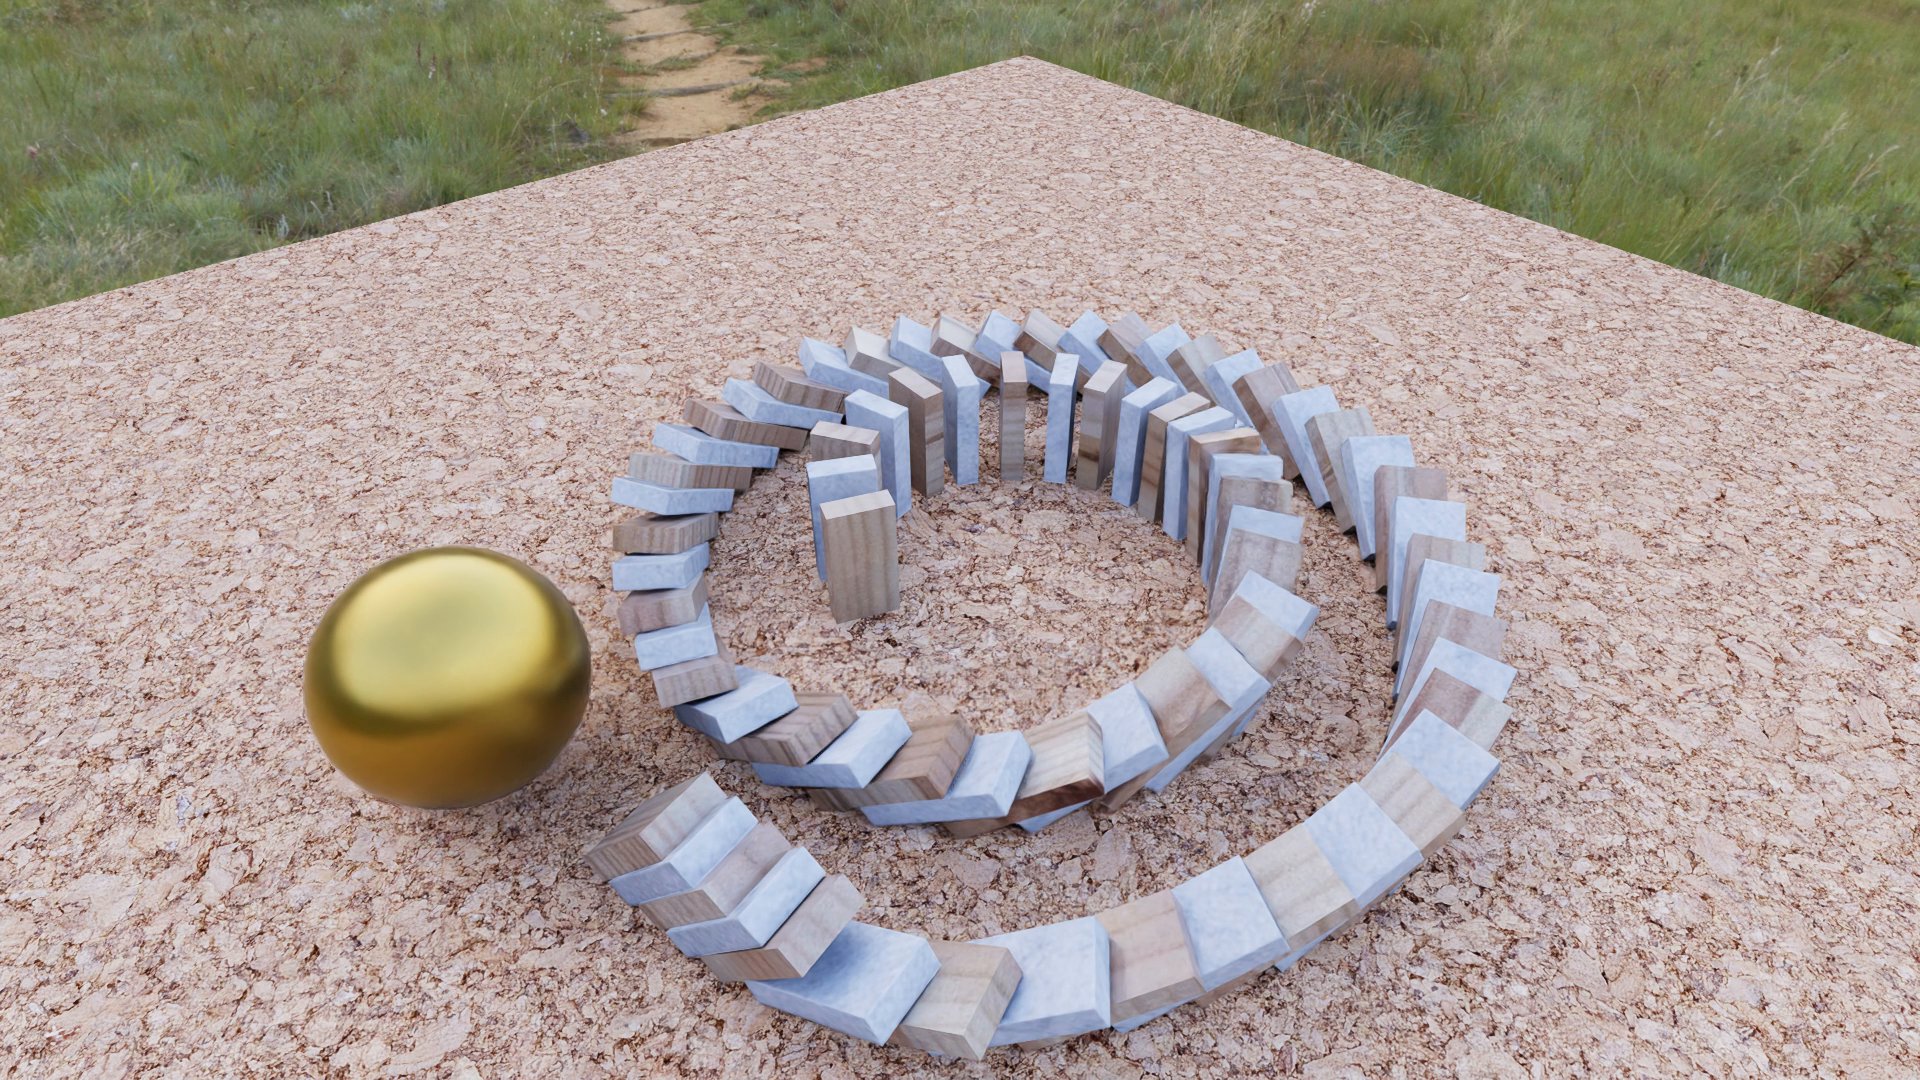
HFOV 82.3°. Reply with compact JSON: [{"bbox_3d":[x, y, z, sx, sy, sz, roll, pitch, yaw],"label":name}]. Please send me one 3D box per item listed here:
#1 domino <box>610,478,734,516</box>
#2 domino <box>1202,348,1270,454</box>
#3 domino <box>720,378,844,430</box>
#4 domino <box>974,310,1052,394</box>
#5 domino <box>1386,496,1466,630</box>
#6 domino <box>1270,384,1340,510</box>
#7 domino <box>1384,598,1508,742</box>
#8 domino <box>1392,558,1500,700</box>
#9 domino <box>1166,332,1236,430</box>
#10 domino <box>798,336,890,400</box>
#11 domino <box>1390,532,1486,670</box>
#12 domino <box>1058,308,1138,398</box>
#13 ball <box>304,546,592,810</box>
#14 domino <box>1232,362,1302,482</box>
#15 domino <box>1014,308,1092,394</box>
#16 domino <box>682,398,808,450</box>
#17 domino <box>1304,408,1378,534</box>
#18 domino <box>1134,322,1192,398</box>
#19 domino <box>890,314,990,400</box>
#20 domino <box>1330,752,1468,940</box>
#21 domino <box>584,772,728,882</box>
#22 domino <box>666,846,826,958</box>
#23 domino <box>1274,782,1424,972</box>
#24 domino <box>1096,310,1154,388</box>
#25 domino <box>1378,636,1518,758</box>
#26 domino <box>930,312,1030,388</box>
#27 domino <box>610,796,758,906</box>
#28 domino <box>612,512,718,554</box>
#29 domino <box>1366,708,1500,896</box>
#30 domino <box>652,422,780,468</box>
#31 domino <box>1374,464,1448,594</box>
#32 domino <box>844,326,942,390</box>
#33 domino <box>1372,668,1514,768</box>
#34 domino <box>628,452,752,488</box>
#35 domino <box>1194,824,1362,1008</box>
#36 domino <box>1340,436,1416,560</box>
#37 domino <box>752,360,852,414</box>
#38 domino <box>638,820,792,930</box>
[{"bbox_3d":[-0.115,-0.018,0.445,0.025,0.010,0.050,13,7,16],"label":"domino"},{"bbox_3d":[0.134,-0.060,0.496,0.025,0.010,0.050,-23,78,-26],"label":"domino"},{"bbox_3d":[-0.080,-0.061,0.498,0.025,0.010,0.050,35,20,35],"label":"domino"},{"bbox_3d":[0.033,-0.090,0.535,0.050,0.010,0.025,30,40,-9],"label":"domino"},{"bbox_3d":[0.175,0.010,0.413,0.025,0.009,0.050,7,70,8],"label":"domino"},{"bbox_3d":[0.156,-0.040,0.473,0.025,0.010,0.050,-14,74,-17],"label":"domino"},{"bbox_3d":[0.162,0.047,0.366,0.025,0.010,0.050,18,74,21],"label":"domino"},{"bbox_3d":[0.169,0.034,0.381,0.025,0.009,0.050,15,73,14],"label":"domino"},{"bbox_3d":[0.119,-0.070,0.507,0.025,0.010,0.050,-28,81,-33],"label":"domino"},{"bbox_3d":[-0.050,-0.079,0.522,0.050,0.010,0.025,14,30,-31],"label":"domino"},{"bbox_3d":[0.172,0.024,0.396,0.025,0.010,0.050,11,69,13],"label":"domino"},{"bbox_3d":[0.073,-0.087,0.530,0.050,0.010,0.025,42,48,0],"label":"domino"},{"bbox_3d":[-0.155,0.042,0.337,0.080,0.080,0.080,0,39,0],"label":"ball"},{"bbox_3d":[0.144,-0.053,0.486,0.025,0.010,0.050,-21,77,-25],"label":"domino"},{"bbox_3d":[0.051,-0.089,0.532,0.050,0.009,0.025,34,39,-10],"label":"domino"},{"bbox_3d":[-0.094,-0.051,0.485,0.025,0.010,0.050,29,15,33],"label":"domino"},{"bbox_3d":[0.165,-0.030,0.460,0.025,0.010,0.050,-10,72,-12],"label":"domino"},{"bbox_3d":[0.107,-0.076,0.516,0.025,0.010,0.050,-32,83,-33],"label":"domino"},{"bbox_3d":[-0.009,-0.089,0.533,0.050,0.010,0.025,24,35,-18],"label":"domino"},{"bbox_3d":[0.117,0.088,0.317,0.050,0.009,0.025,-42,48,1],"label":"domino"},{"bbox_3d":[-0.088,0.083,0.315,0.010,0.050,0.025,51,50,-6],"label":"domino"},{"bbox_3d":[-0.058,0.098,0.297,0.009,0.050,0.025,51,50,-6],"label":"domino"},{"bbox_3d":[0.101,0.094,0.309,0.050,0.009,0.025,-40,46,2],"label":"domino"},{"bbox_3d":[0.090,-0.084,0.524,0.050,0.010,0.025,50,50,3],"label":"domino"},{"bbox_3d":[0.154,0.059,0.351,0.025,0.010,0.050,25,78,28],"label":"domino"},{"bbox_3d":[0.010,-0.090,0.534,0.050,0.009,0.025,25,35,-16],"label":"domino"},{"bbox_3d":[-0.078,0.088,0.309,0.009,0.050,0.025,51,50,-6],"label":"domino"},{"bbox_3d":[-0.114,-0.004,0.429,0.025,0.010,0.050,3,9,4],"label":"domino"},{"bbox_3d":[0.133,0.078,0.328,0.050,0.010,0.025,-48,55,-4],"label":"domino"},{"bbox_3d":[-0.104,-0.040,0.471,0.025,0.010,0.050,22,11,28],"label":"domino"},{"bbox_3d":[0.176,-0.004,0.429,0.025,0.009,0.050,5,70,5],"label":"domino"},{"bbox_3d":[-0.030,-0.084,0.528,0.050,0.010,0.025,18,33,-25],"label":"domino"},{"bbox_3d":[0.146,0.067,0.340,0.025,0.009,0.050,31,81,29],"label":"domino"},{"bbox_3d":[-0.111,-0.029,0.456,0.025,0.010,0.050,14,7,21],"label":"domino"},{"bbox_3d":[0.080,0.102,0.301,0.050,0.009,0.025,-33,43,4],"label":"domino"},{"bbox_3d":[0.172,-0.017,0.445,0.025,0.009,0.050,-2,71,-4],"label":"domino"},{"bbox_3d":[-0.068,-0.069,0.507,0.050,0.009,0.025,7,23,-46],"label":"domino"},{"bbox_3d":[-0.068,0.093,0.303,0.009,0.050,0.025,51,50,-6],"label":"domino"}]
